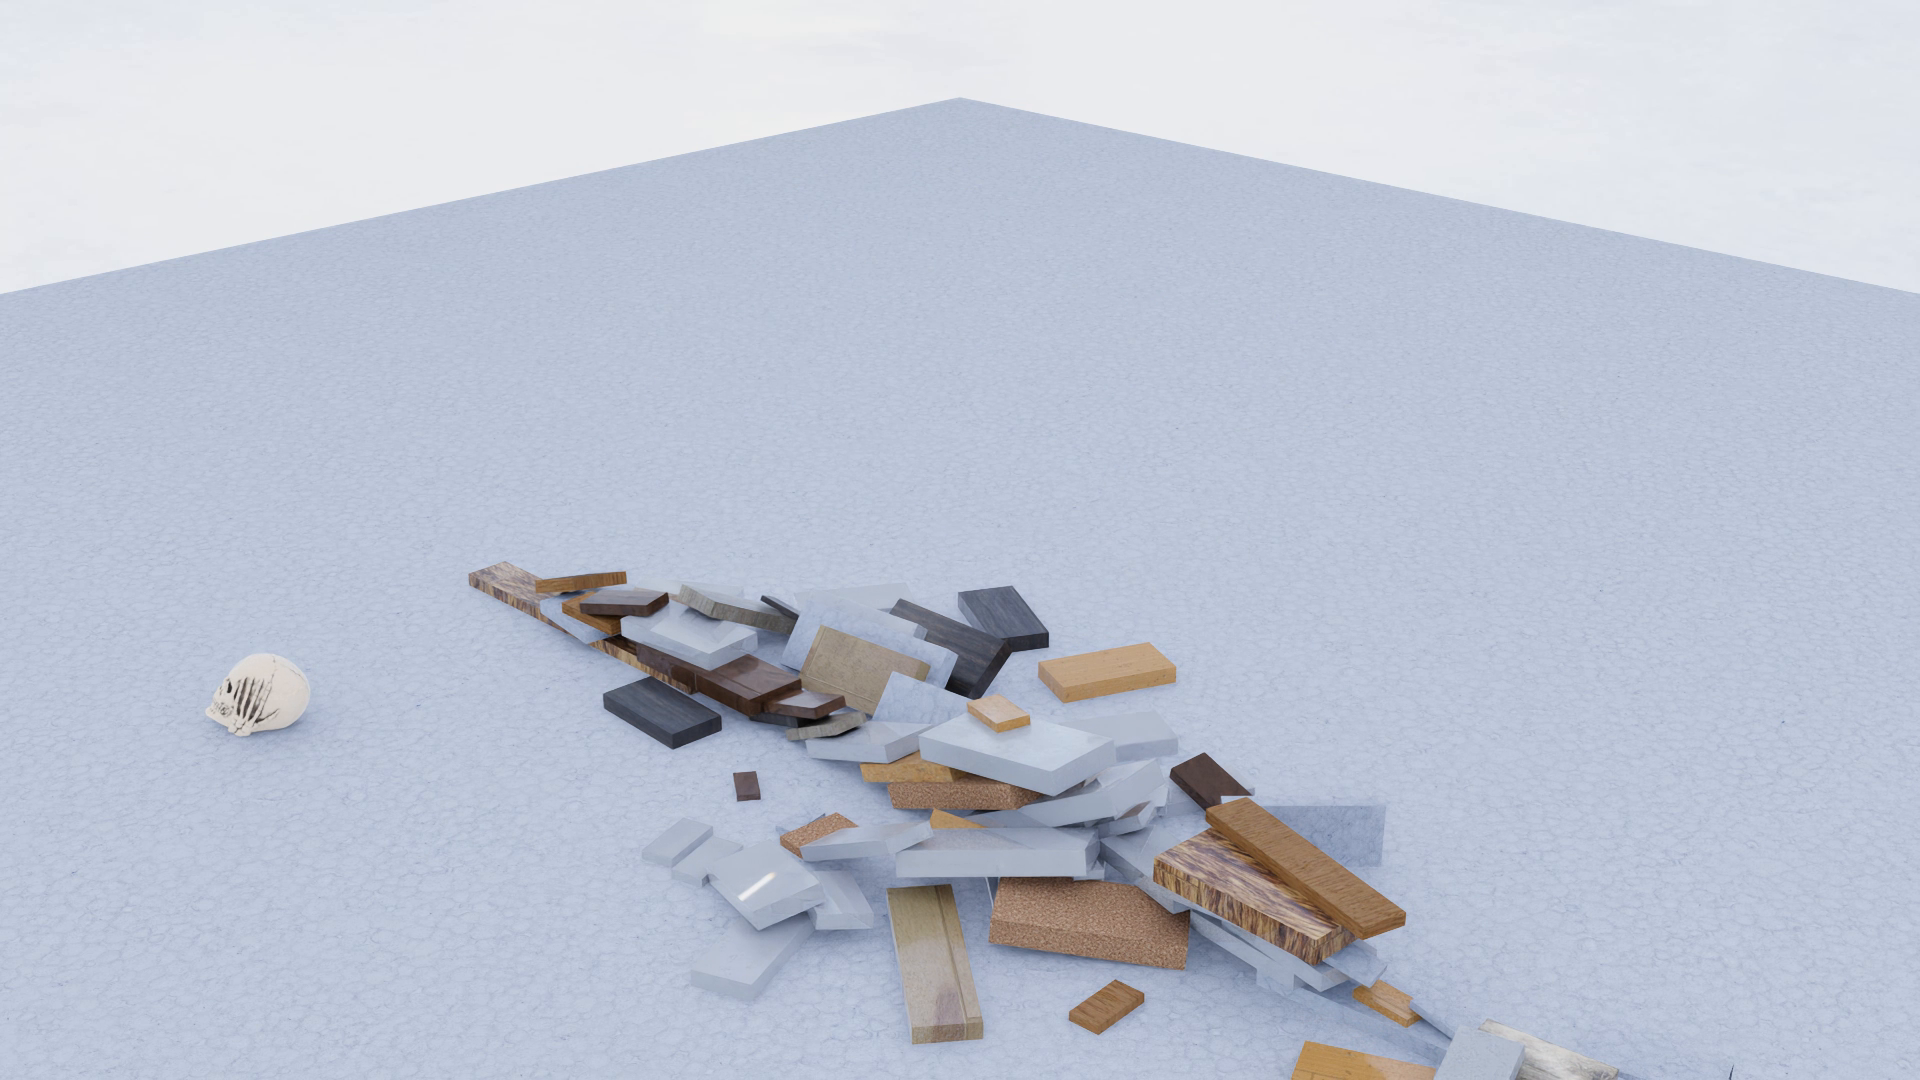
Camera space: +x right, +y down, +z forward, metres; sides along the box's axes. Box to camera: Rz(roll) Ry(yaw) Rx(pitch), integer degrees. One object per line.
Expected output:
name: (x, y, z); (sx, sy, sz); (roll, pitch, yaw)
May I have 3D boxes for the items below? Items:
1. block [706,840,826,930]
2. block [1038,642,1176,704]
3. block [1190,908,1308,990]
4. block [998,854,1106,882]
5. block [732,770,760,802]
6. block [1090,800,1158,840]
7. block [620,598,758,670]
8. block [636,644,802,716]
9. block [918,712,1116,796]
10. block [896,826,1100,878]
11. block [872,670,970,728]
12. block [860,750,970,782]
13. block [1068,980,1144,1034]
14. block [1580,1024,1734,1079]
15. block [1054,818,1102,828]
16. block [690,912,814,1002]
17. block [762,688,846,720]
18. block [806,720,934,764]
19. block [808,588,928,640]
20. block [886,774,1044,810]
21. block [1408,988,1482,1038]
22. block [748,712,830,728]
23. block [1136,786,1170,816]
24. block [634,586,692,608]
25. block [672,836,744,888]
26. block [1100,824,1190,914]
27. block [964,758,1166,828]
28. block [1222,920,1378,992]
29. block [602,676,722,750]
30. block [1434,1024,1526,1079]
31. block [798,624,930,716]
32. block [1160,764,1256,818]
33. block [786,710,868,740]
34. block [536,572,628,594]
block: (-0.365, 0.641, 4.106); (0.136, 0.039, 0.273); (-21, 18, -20)
block: (0.334, 0.300, 5.002); (0.280, 0.040, 0.140); (-9, 25, -20)
block: (0.550, 0.713, 3.950); (0.130, 0.037, 0.259); (-17, 28, -34)
block: (0.176, 0.628, 4.199); (0.197, 0.028, 0.099); (3, 23, 7)
block: (-0.441, 0.509, 4.544); (0.049, 0.014, 0.097); (-4, 23, -9)
block: (0.275, 0.554, 4.266); (0.197, 0.028, 0.099); (-17, 4, 24)
block: (-0.618, 0.214, 5.012); (0.295, 0.042, 0.148); (18, 29, 37)
block: (-0.544, 0.291, 4.933); (0.148, 0.042, 0.405); (-21, 30, -40)
block: (0.109, 0.409, 4.305); (0.359, 0.051, 0.180); (10, 24, 44)
block: (0.072, 0.586, 4.131); (0.355, 0.050, 0.178); (-2, 5, 12)
block: (-0.057, 0.384, 4.689); (0.271, 0.135, 0.038); (17, -10, 35)
block: (-0.064, 0.451, 4.486); (0.135, 0.038, 0.271); (-22, 11, -42)
block: (0.256, 0.812, 3.824); (0.065, 0.018, 0.130); (19, 30, 38)
block: (1.153, 0.878, 3.650); (0.230, 0.033, 0.115); (12, 26, 26)
block: (0.189, 0.551, 4.304); (0.197, 0.028, 0.099); (-17, 4, 37)
block: (-0.372, 0.740, 3.973); (0.122, 0.035, 0.245); (9, 25, 21)
block: (-0.336, 0.353, 4.739); (0.087, 0.025, 0.175); (-21, 16, -41)
block: (-0.188, 0.422, 4.607); (0.135, 0.038, 0.271); (-20, 11, -39)
block: (-0.238, 0.229, 5.024); (0.320, 0.160, 0.045); (18, -10, 35)
block: (0.041, 0.482, 4.399); (0.180, 0.051, 0.359); (-22, 11, -42)
block: (0.826, 0.808, 3.727); (0.059, 0.017, 0.117); (-19, 39, -38)
block: (-0.374, 0.376, 4.787); (0.087, 0.025, 0.175); (-20, 15, -39)
block: (0.346, 0.528, 4.433); (0.146, 0.021, 0.073); (-3, 25, 14)
block: (-0.714, 0.171, 5.270); (0.185, 0.026, 0.093); (9, 54, 21)
block: (-0.489, 0.624, 4.265); (0.071, 0.020, 0.142); (12, 26, 26)
block: (0.384, 0.613, 4.116); (0.130, 0.037, 0.259); (-12, 21, -25)
block: (0.201, 0.507, 4.279); (0.359, 0.051, 0.180); (-16, 4, 38)
block: (0.597, 0.701, 3.884); (0.130, 0.037, 0.259); (-15, 27, -31)
block: (-0.654, 0.377, 4.825); (0.131, 0.037, 0.261); (-20, 30, -38)
block: (0.817, 0.887, 3.532); (0.109, 0.031, 0.219); (12, 46, 30)
block: (-0.217, 0.300, 4.872); (0.295, 0.148, 0.042); (18, -10, 35)
block: (0.486, 0.515, 4.509); (0.211, 0.030, 0.105); (-8, 24, -19)
block: (-0.287, 0.397, 4.700); (0.087, 0.025, 0.175); (-20, 5, -41)
block: (-0.923, 0.103, 5.366); (0.110, 0.031, 0.221); (-4, 2, 27)
